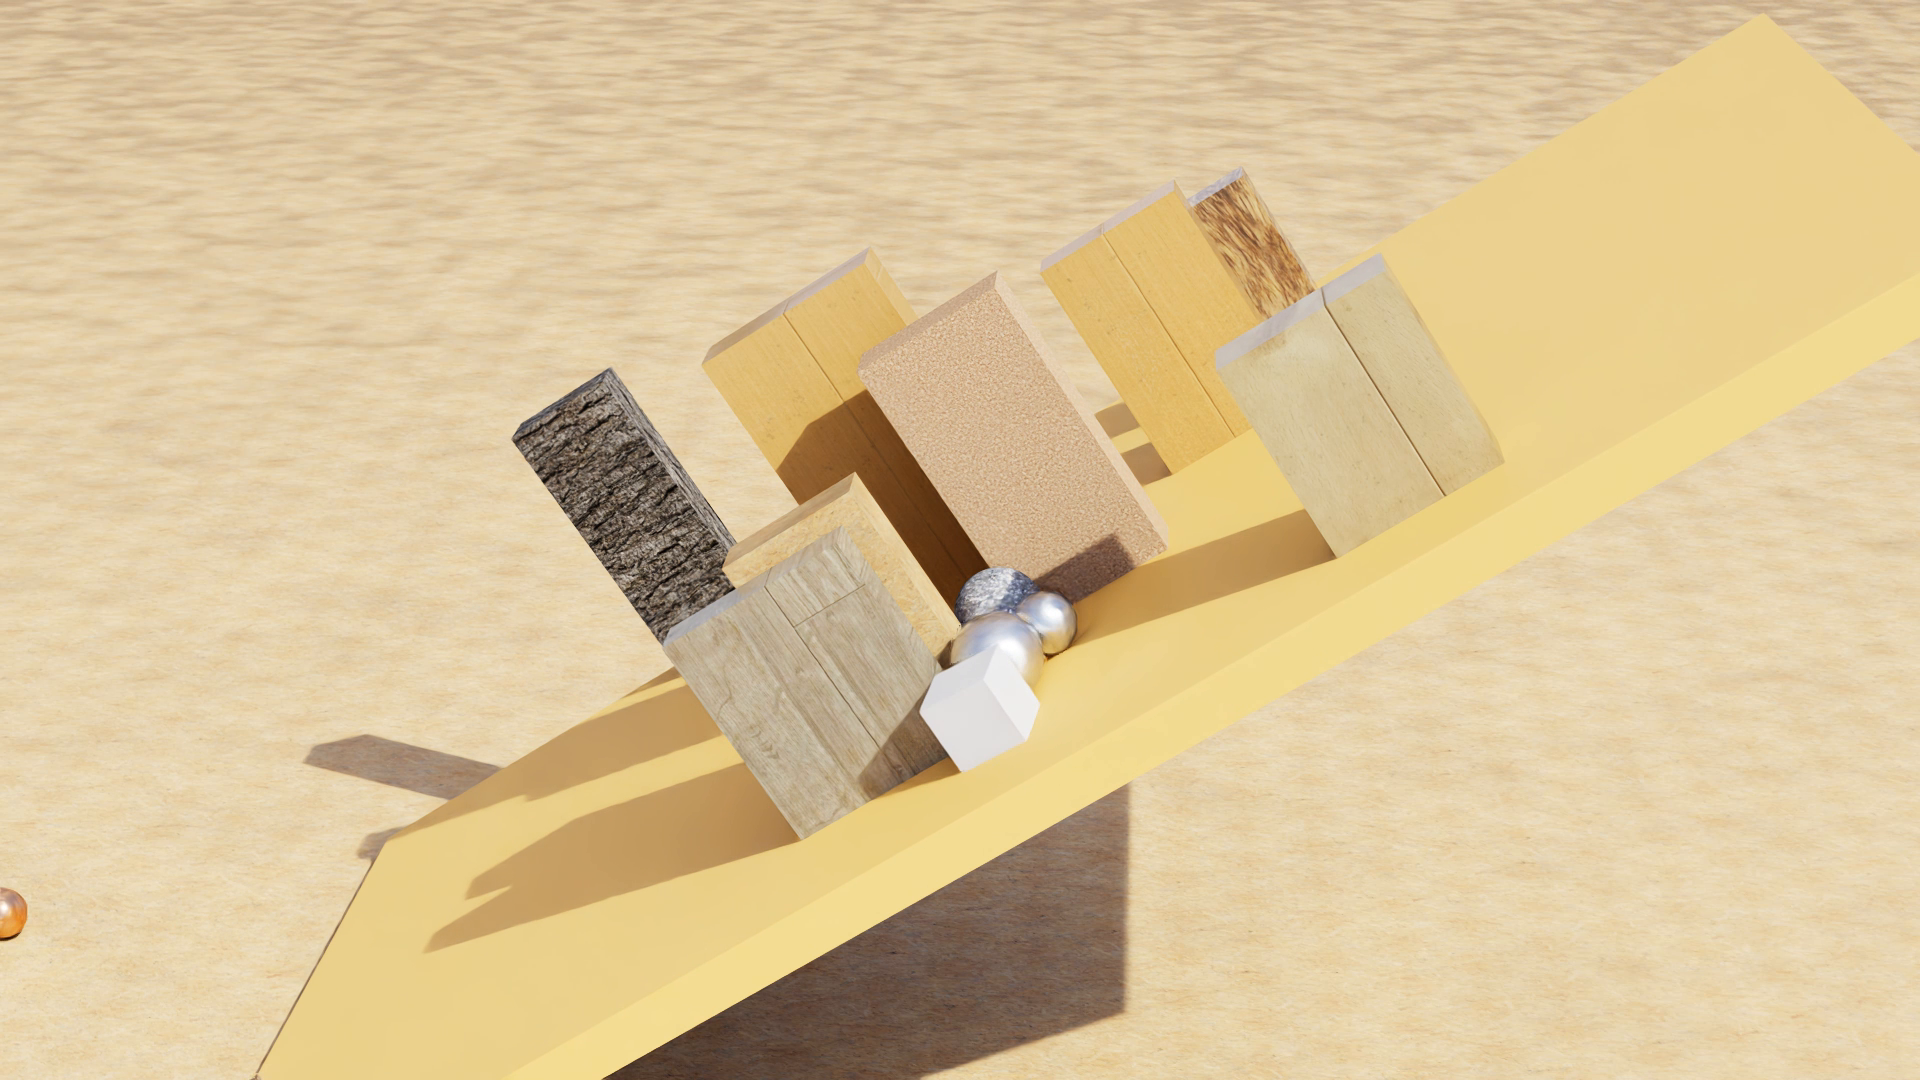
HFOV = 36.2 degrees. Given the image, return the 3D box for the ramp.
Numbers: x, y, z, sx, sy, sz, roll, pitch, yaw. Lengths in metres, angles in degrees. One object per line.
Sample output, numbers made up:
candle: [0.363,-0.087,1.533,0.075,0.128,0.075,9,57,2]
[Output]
ramp: [0.139,0.171,6.296,4.000,0.100,2.000,-31,15,14]

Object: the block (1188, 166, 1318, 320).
block: [0.624,-0.588,6.616,0.276,0.411,0.099,-31,15,14]

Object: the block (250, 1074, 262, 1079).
block: [-1.406,1.213,5.798,0.191,0.191,0.191,-36,15,-5]

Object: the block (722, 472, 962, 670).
block: [-0.195,0.166,5.829,0.301,0.515,0.118,-31,15,14]

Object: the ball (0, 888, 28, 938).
ball: [-2.392,0.932,7.340,0.127,0.127,0.127,0,20,0]

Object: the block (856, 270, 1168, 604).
block: [0.112,-0.181,5.985,0.331,0.650,0.131,-31,15,14]

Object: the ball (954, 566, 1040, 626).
ball: [0.081,0.147,5.941,0.185,0.185,0.185,0,20,0]

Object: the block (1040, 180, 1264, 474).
block: [0.458,-0.455,6.318,0.335,0.534,0.104,-31,15,14]

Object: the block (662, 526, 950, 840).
block: [-0.268,0.280,5.702,0.407,0.479,0.103,-31,15,14]

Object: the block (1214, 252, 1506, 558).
block: [0.722,-0.242,5.323,0.348,0.421,0.127,-31,15,14]

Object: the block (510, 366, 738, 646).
block: [-0.772,-0.043,7.271,0.277,0.735,0.123,-31,15,14]

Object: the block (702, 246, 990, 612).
block: [-0.151,-0.179,6.274,0.414,0.786,0.137,-31,15,14]

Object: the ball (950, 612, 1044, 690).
ball: [0.073,0.229,5.710,0.182,0.182,0.182,0,20,0]

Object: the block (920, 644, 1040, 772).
block: [0.039,0.318,5.573,0.148,0.148,0.148,-28,16,23]

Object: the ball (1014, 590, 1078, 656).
ball: [0.169,0.164,5.812,0.128,0.128,0.128,0,20,0]
